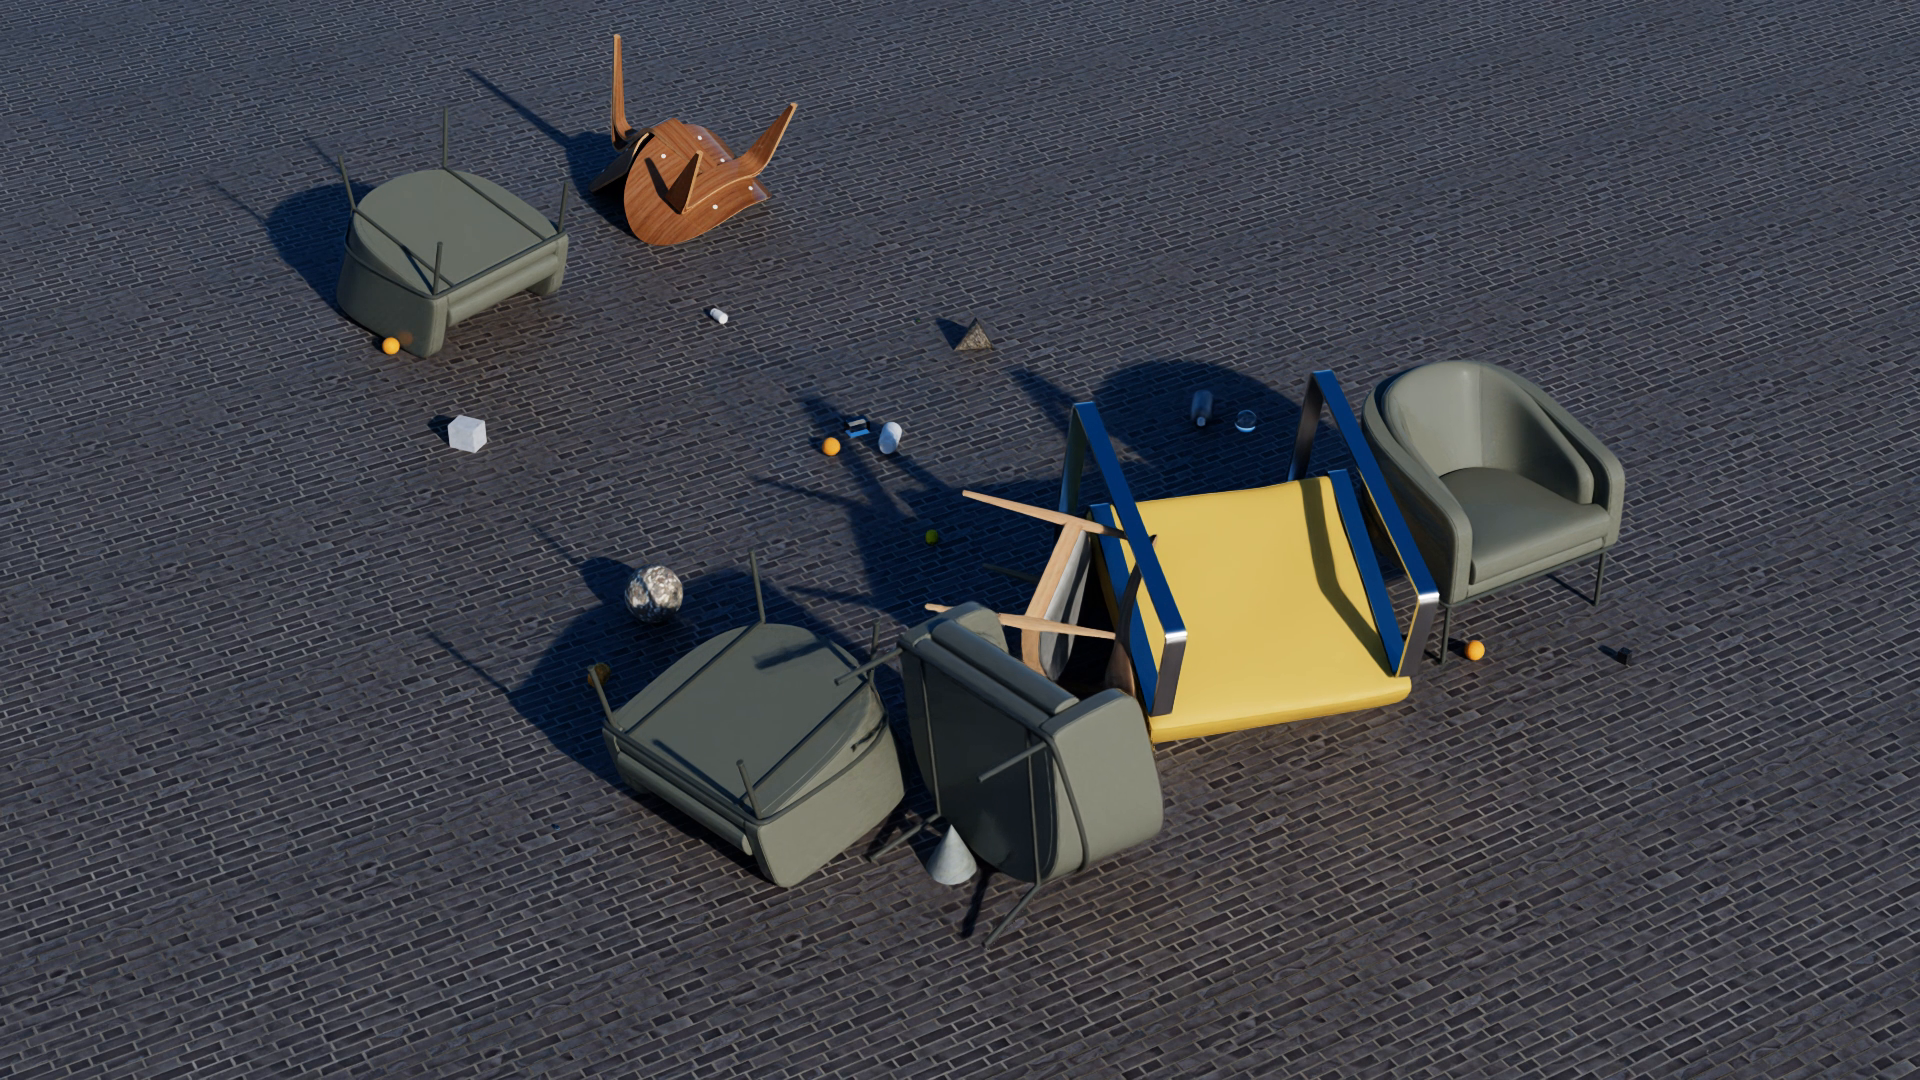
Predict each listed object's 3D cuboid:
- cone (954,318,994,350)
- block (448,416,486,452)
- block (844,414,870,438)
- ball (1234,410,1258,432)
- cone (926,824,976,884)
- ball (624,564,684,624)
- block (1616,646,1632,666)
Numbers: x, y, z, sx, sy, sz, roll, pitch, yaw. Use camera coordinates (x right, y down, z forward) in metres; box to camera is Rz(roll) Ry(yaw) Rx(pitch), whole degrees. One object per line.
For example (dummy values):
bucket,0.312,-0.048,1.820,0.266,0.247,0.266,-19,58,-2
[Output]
cone,0.037,-0.820,12.126,0.151,0.159,0.147,-30,56,5
block,-1.930,-0.416,11.487,0.114,0.097,0.089,14,36,20
block,-0.406,-0.450,11.579,0.084,0.053,0.059,-16,37,-23
ball,1.130,-0.468,11.572,0.092,0.092,0.092,0,33,0
cone,-0.027,0.969,9.315,0.162,0.174,0.180,4,34,6
ball,-1.093,0.191,10.462,0.211,0.211,0.211,0,33,0
block,2.331,0.407,10.286,0.037,0.044,0.035,26,41,34
